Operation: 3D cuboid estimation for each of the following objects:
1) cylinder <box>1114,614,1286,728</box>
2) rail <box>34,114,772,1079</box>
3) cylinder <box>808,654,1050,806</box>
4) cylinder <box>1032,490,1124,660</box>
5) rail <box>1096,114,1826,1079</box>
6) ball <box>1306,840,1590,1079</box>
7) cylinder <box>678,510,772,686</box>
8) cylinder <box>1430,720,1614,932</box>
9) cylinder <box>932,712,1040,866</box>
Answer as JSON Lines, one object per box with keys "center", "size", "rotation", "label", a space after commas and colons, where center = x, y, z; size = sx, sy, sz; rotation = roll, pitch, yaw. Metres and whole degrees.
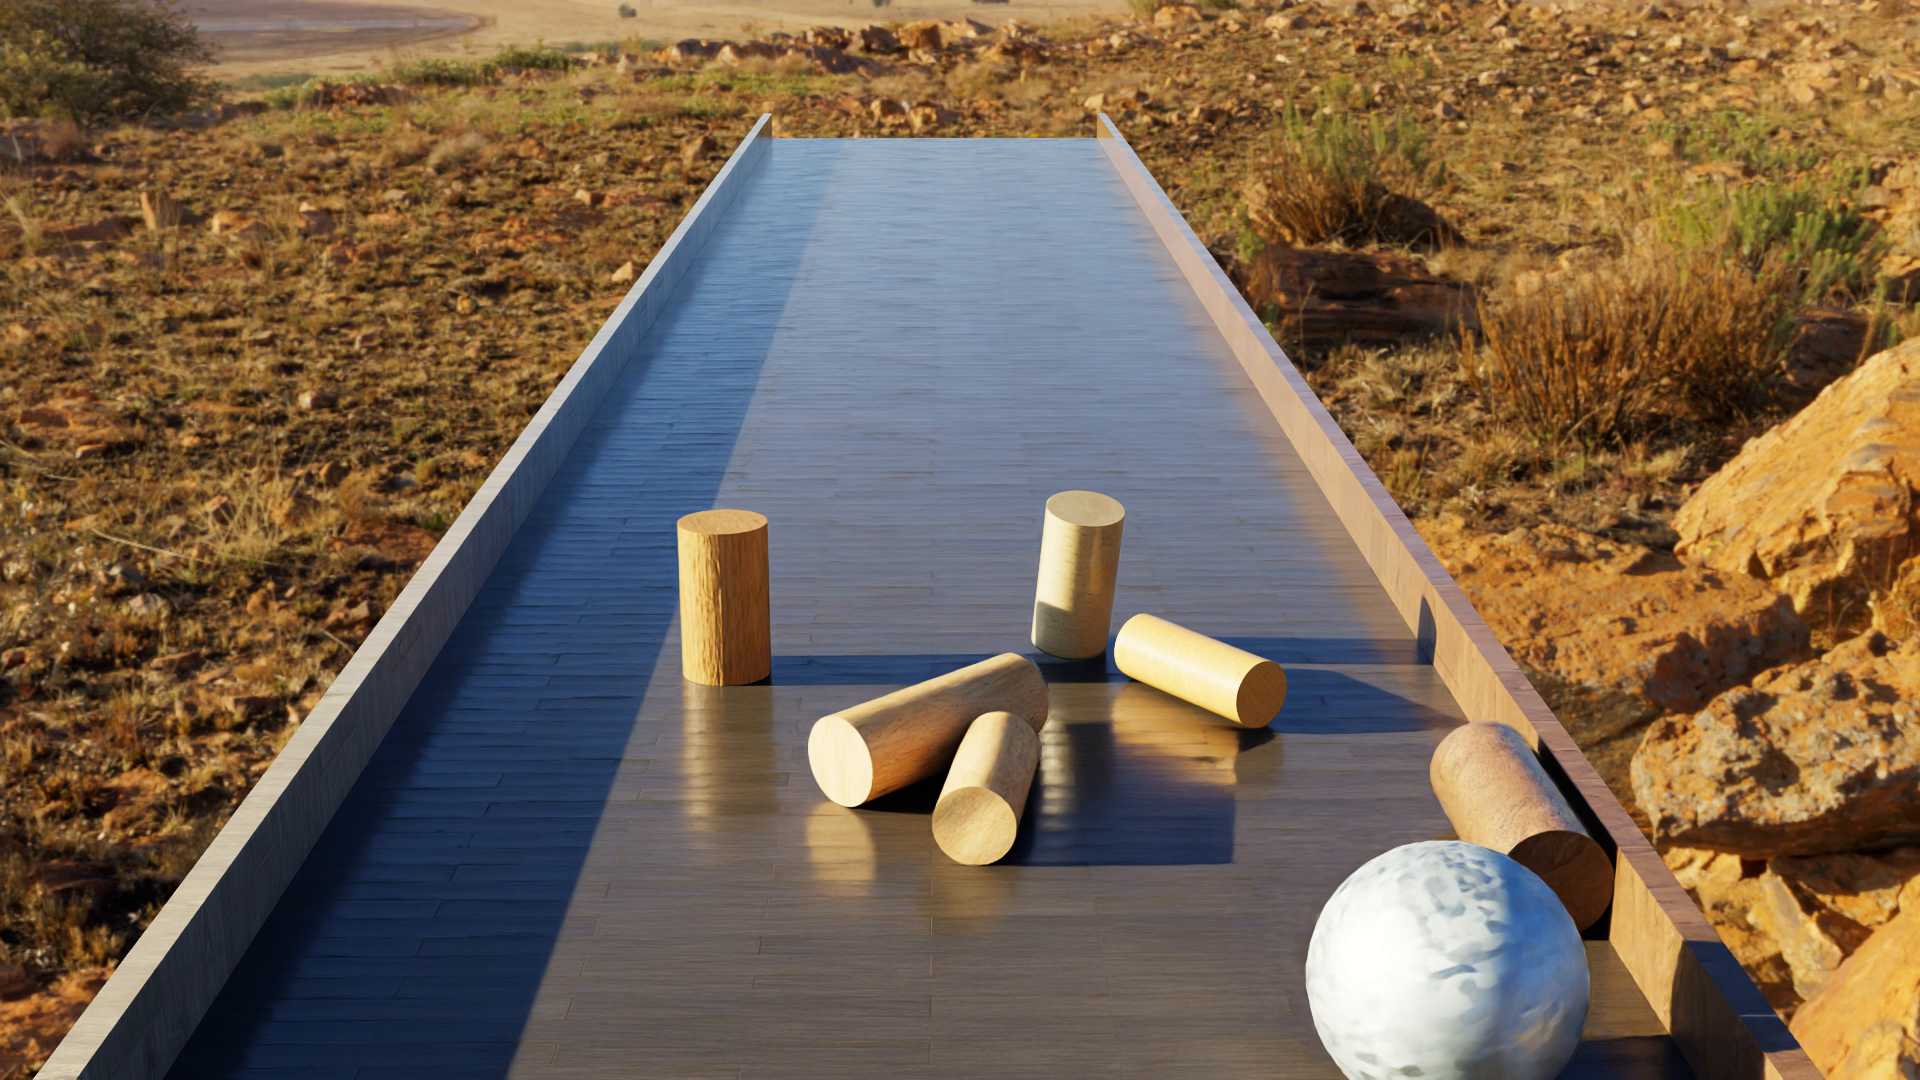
{"center": [0.453, 0.245, 4.176], "size": [0.129, 0.129, 0.341], "rotation": [-12, 20, -35], "label": "cylinder"}
{"center": [-1.118, -0.838, 7.780], "size": [0.050, 0.150, 12.000], "rotation": [0, 17, -1], "label": "rail"}
{"center": [-0.049, 0.328, 3.848], "size": [0.158, 0.158, 0.438], "rotation": [15, 22, 42], "label": "cylinder"}
{"center": [0.235, 0.071, 4.411], "size": [0.156, 0.303, 0.156], "rotation": [4, 27, -2], "label": "cylinder"}
{"center": [0.932, -0.844, 7.801], "size": [0.050, 0.150, 12.000], "rotation": [0, 17, -1], "label": "rail"}
{"center": [0.610, 0.552, 2.759], "size": [0.348, 0.348, 0.348], "rotation": [0, 17, 0], "label": "ball"}
{"center": [-0.461, 0.112, 4.311], "size": [0.174, 0.308, 0.174], "rotation": [0, 17, 0], "label": "cylinder"}
{"center": [0.867, 0.443, 3.427], "size": [0.176, 0.176, 0.438], "rotation": [0, 17, -1], "label": "cylinder"}
{"center": [0.046, 0.405, 3.628], "size": [0.135, 0.135, 0.330], "rotation": [2, 17, 8], "label": "cylinder"}
